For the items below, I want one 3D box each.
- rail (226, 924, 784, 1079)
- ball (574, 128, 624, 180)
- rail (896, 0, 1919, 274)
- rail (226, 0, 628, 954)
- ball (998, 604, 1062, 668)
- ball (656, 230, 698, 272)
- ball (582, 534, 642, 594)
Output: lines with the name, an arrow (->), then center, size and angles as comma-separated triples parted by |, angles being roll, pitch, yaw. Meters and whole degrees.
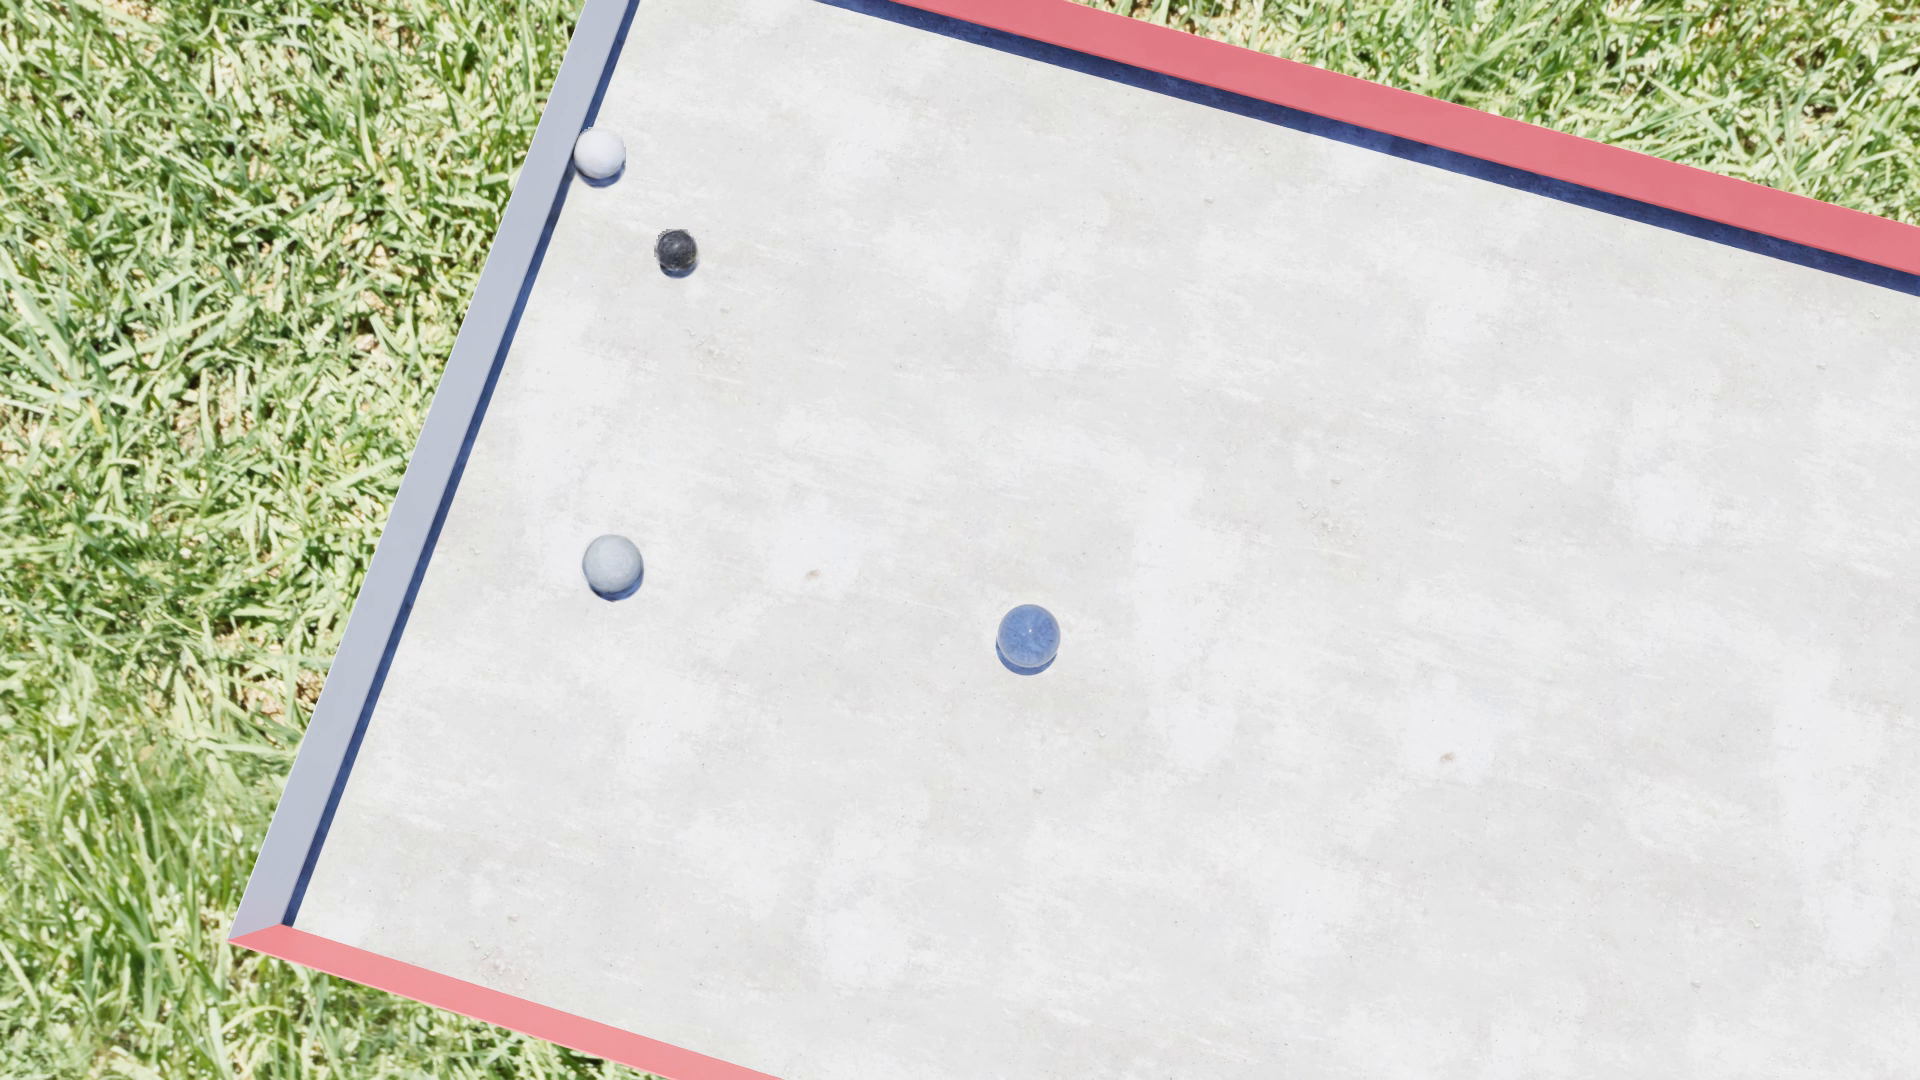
rail -> 0.541, 1.012, 3.045 | 3.281, 0.125, 0.045 | 16, 75, 4
ball -> -0.580, -0.620, 3.528 | 0.080, 0.080, 0.080 | 0, 74, 0
rail -> 1.031, -0.574, 3.490 | 3.281, 0.125, 0.045 | 16, 75, 4
rail -> -0.764, -0.224, 3.392 | 0.045, 0.125, 1.766 | 16, 75, 4
ball -> 0.104, 0.144, 3.305 | 0.097, 0.097, 0.097 | 0, 74, 0
ball -> -0.449, -0.459, 3.490 | 0.066, 0.066, 0.066 | 0, 74, 0
ball -> -0.527, 0.036, 3.338 | 0.091, 0.091, 0.091 | 0, 74, 0
